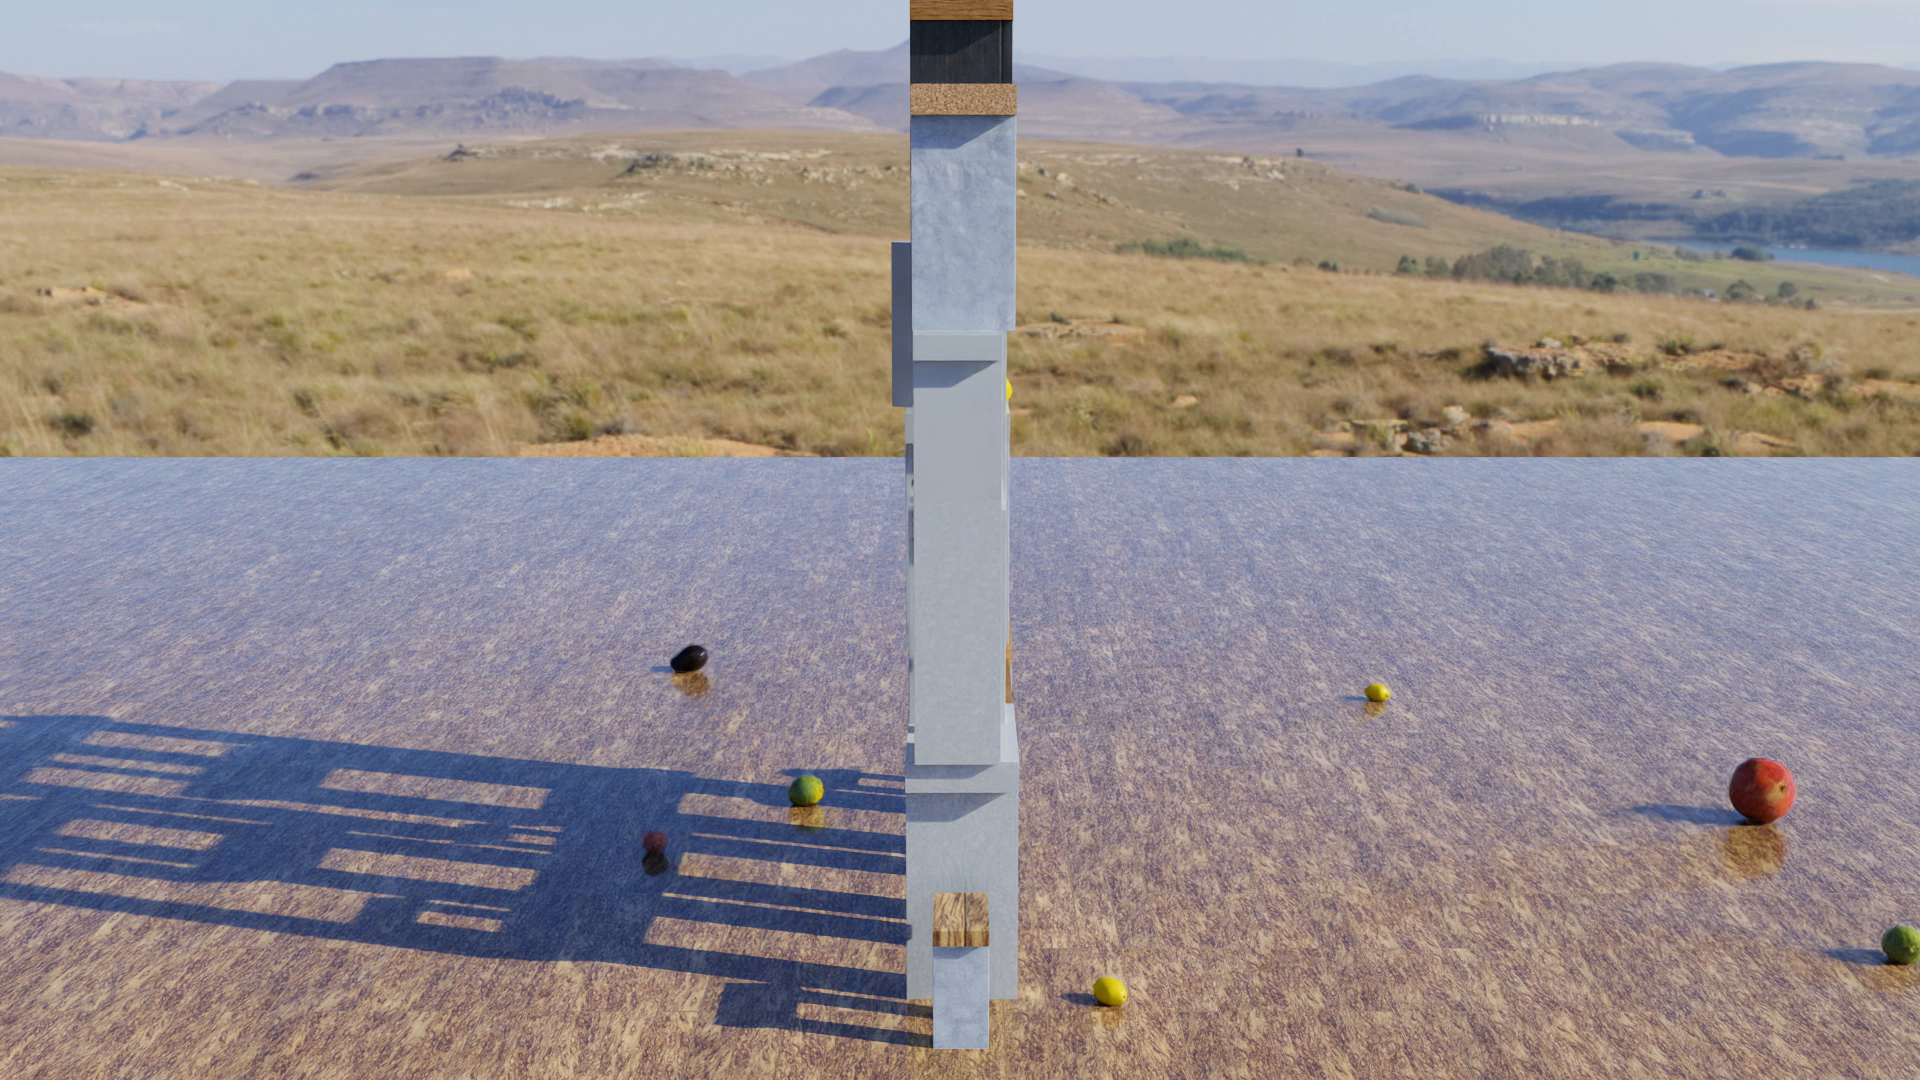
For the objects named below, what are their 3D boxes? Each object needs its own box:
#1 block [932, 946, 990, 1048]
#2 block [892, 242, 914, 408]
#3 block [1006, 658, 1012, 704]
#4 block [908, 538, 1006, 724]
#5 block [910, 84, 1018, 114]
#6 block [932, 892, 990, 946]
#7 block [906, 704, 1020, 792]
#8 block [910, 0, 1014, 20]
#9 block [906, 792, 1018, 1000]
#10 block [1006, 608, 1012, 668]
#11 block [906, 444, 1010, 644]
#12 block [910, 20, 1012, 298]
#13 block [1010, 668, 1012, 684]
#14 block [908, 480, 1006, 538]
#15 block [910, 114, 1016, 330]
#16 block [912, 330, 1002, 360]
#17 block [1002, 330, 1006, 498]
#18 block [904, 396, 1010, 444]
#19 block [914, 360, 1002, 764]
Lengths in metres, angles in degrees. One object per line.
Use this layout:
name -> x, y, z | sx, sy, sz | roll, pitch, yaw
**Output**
block -> 0.001, 0.627, 3.045 | 0.077, 0.155, 0.022 | 0, 11, 0
block -> -0.043, -0.362, 3.700 | 0.138, 0.276, 0.039 | 3, 11, 15
block -> 0.004, 0.254, 3.609 | 0.159, 0.045, 0.319 | 0, 11, 0
block -> -0.004, 0.131, 3.319 | 0.145, 0.291, 0.041 | 0, 11, 0
block -> 0.004, -0.619, 3.096 | 0.143, 0.041, 0.286 | 0, 11, 0
block -> 0.001, 0.531, 3.080 | 0.077, 0.022, 0.155 | 0, 11, 0
block -> 0.003, 0.308, 3.287 | 0.162, 0.046, 0.324 | 0, 11, 0
block -> 0.002, -0.810, 3.364 | 0.152, 0.043, 0.303 | 0, 11, 0
block -> 0.003, 0.510, 3.215 | 0.162, 0.324, 0.046 | 0, 11, 0
block -> 0.003, 0.163, 3.935 | 0.173, 0.049, 0.346 | 0, 11, 0
block -> -0.004, 0.000, 3.726 | 0.174, 0.347, 0.049 | 0, 11, 0
block -> 0.002, -0.562, 3.308 | 0.152, 0.425, 0.043 | 0, 11, 0
block -> 0.003, 0.379, 3.858 | 0.173, 0.346, 0.049 | 0, 11, 0
block -> -0.004, -0.050, 3.384 | 0.145, 0.041, 0.291 | 0, 11, 0
block -> 0.005, -0.437, 3.032 | 0.143, 0.293, 0.041 | 0, 11, 0
block -> -0.003, -0.282, 3.097 | 0.121, 0.034, 0.243 | 0, 11, 0
block -> 0.005, -0.183, 3.550 | 0.138, 0.574, 0.039 | 0, 11, -1
block -> -0.004, -0.216, 3.804 | 0.174, 0.049, 0.347 | 0, 11, 0
block -> -0.003, 0.032, 3.073 | 0.121, 0.575, 0.034 | 0, 11, 0
